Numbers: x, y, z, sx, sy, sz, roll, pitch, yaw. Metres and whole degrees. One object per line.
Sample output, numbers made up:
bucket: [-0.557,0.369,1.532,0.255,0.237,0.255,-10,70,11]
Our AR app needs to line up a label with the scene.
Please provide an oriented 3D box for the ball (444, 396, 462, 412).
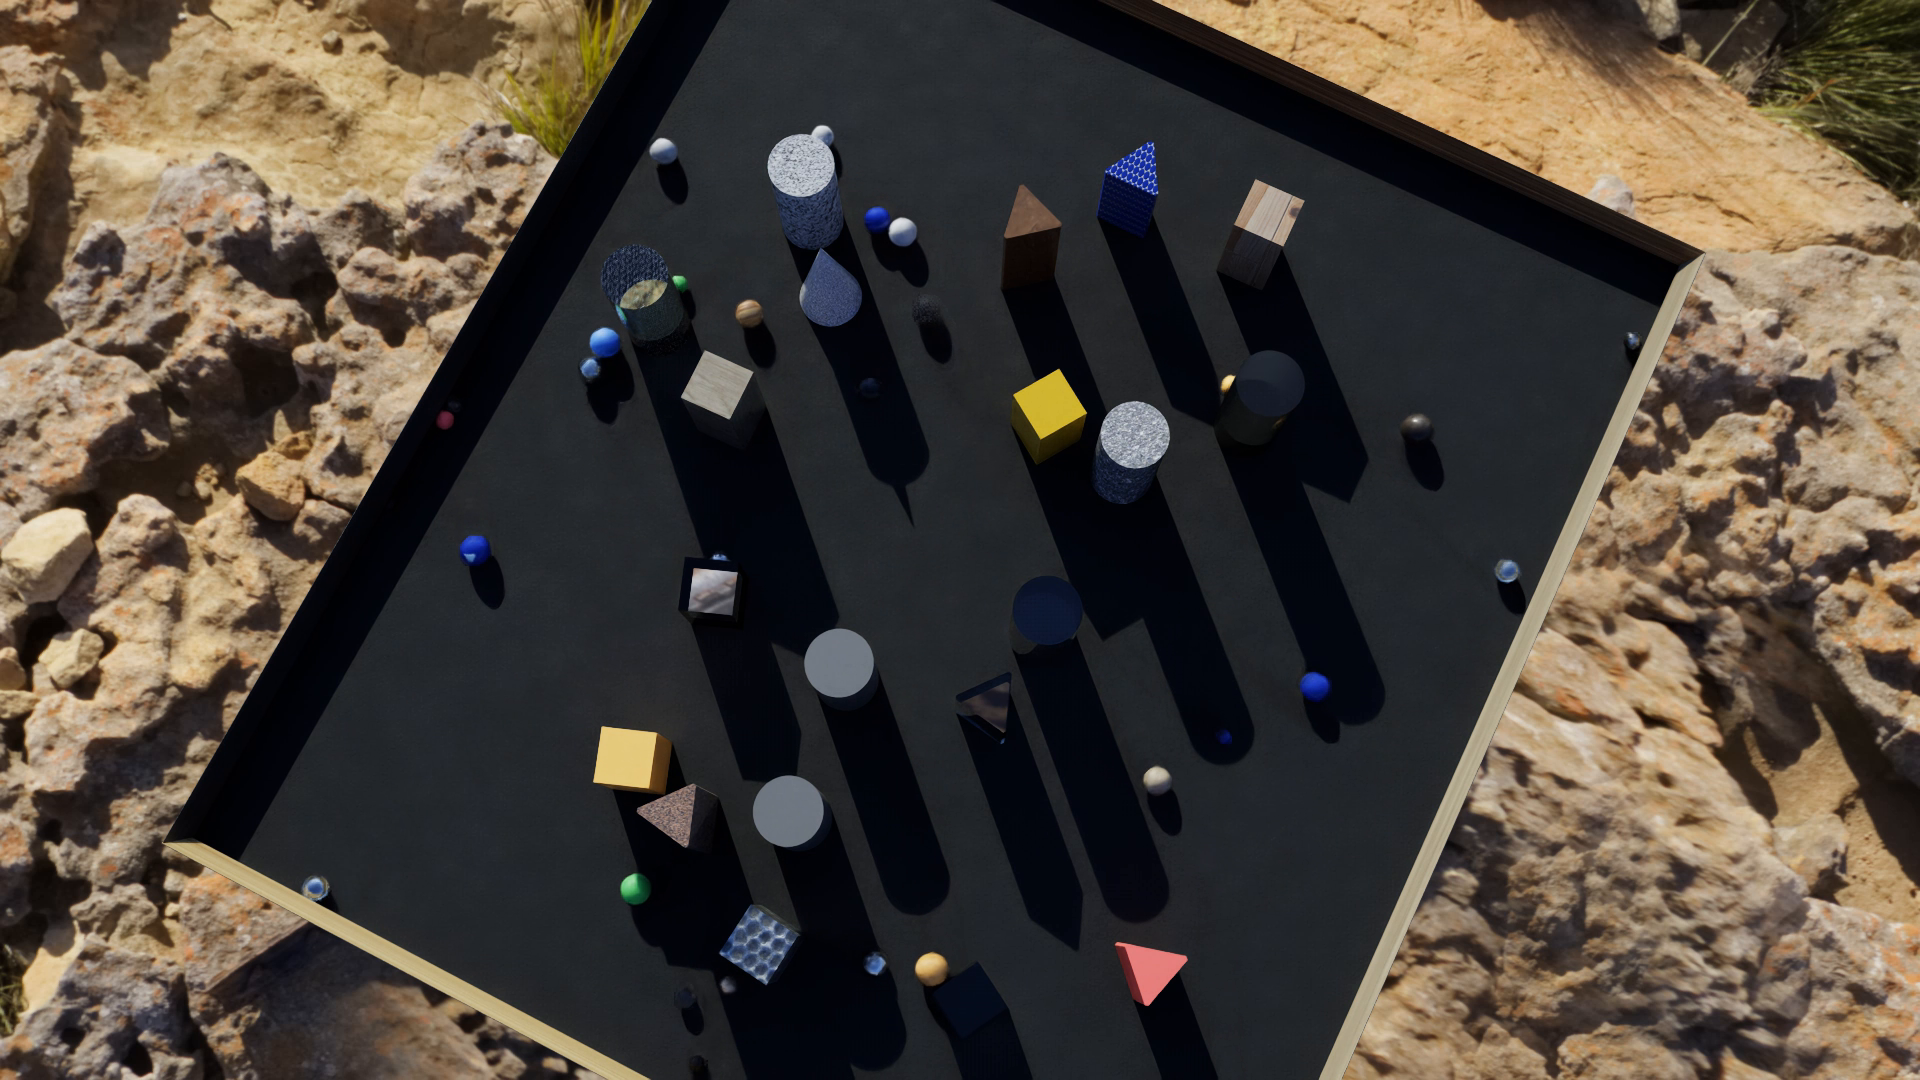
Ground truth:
ball: [-1.570,-0.421,5.677,0.053,0.053,0.053,0,78,0]

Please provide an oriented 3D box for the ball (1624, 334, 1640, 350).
ball: [2.097,-0.620,5.720,0.049,0.049,0.049,0,78,0]

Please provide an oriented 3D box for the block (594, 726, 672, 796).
block: [-0.948,0.645,5.334,0.158,0.291,0.158,6,78,1]

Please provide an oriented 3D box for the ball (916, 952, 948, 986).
ball: [-0.081,1.244,5.310,0.096,0.096,0.096,0,78,0]

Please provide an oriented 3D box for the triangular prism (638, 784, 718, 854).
triangular prism: [-0.765,0.772,5.213,0.171,0.477,0.148,35,80,7]

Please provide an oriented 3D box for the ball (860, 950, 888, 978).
ball: [-0.250,1.230,5.322,0.078,0.078,0.078,0,78,0]

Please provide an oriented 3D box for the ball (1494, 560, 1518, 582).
ball: [1.658,0.094,5.560,0.072,0.072,0.072,0,78,0]

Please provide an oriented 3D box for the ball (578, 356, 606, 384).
ball: [-1.140,-0.525,5.682,0.085,0.085,0.085,0,78,0]

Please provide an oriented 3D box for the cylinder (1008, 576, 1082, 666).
cylinder: [0.246,0.240,5.346,0.197,0.432,0.197,0,78,0]

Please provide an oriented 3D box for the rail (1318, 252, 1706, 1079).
rail: [1.466,0.724,5.400,0.045,0.128,3.684,26,80,5]

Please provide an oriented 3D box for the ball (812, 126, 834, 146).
ball: [-0.438,-1.286,5.847,0.070,0.070,0.070,0,78,0]

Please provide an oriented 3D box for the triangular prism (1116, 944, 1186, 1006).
triangular prism: [0.511,1.196,5.194,0.148,0.342,0.171,41,81,8]

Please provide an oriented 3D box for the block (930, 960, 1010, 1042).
block: [0.028,1.304,5.196,0.158,0.296,0.158,-33,80,-6]

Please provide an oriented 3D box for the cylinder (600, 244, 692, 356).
cylinder: [-0.943,-0.716,5.532,0.197,0.456,0.197,0,78,0]

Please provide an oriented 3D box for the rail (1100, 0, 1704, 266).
rail: [0.813,-1.586,5.878,3.325,0.128,0.045,26,80,5]

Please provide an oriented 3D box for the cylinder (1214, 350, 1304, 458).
cylinder: [0.886,-0.399,5.459,0.197,0.470,0.197,0,78,0]

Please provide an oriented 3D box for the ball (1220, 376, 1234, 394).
ball: [0.841,-0.479,5.683,0.063,0.063,0.063,0,78,0]

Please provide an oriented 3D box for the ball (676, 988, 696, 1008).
ball: [-0.797,1.328,5.313,0.057,0.057,0.057,0,78,0]

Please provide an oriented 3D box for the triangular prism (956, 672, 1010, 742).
triangular prism: [0.100,0.468,5.344,0.171,0.344,0.148,35,80,7]

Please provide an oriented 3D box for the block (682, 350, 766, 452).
block: [-0.706,-0.413,5.511,0.158,0.375,0.158,24,79,5]

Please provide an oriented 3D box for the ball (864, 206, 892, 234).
ball: [-0.259,-1.009,5.782,0.085,0.085,0.085,0,78,0]

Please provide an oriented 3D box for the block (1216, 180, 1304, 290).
block: [0.915,-0.928,5.609,0.158,0.390,0.158,25,79,5]

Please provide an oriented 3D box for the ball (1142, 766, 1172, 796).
ball: [0.584,0.713,5.425,0.086,0.086,0.086,0,78,0]

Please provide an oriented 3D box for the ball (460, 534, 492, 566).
ball: [-1.471,0.031,5.563,0.093,0.093,0.093,0,78,0]

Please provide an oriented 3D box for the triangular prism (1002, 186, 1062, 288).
triangular prism: [0.197,-0.926,5.579,0.171,0.448,0.148,-13,79,-3]

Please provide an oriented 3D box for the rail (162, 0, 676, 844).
rail: [-1.466,-0.711,5.697,0.045,0.128,3.684,26,80,5]

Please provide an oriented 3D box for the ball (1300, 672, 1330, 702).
ball: [1.061,0.439,5.480,0.089,0.089,0.089,0,78,0]

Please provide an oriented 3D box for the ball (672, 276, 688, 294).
ball: [-0.884,-0.802,5.753,0.058,0.058,0.058,0,78,0]

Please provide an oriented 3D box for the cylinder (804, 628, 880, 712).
cylinder: [-0.343,0.383,5.363,0.197,0.342,0.197,0,78,0]

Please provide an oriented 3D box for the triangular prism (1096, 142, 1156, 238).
triangular prism: [0.544,-1.095,5.662,0.171,0.356,0.148,26,80,5]

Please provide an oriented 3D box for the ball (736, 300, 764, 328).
ball: [-0.656,-0.704,5.718,0.088,0.088,0.088,0,78,0]

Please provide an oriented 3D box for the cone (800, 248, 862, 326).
cone: [-0.407,-0.811,5.565,0.197,0.430,0.197,0,78,0]

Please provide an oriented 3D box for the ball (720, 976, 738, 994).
ball: [-0.672,1.292,5.323,0.052,0.052,0.052,0,78,0]

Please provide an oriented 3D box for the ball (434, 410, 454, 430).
ball: [-1.594,-0.371,5.663,0.060,0.060,0.060,0,78,0]

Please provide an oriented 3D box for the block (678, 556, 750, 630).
block: [-0.730,0.160,5.447,0.158,0.267,0.158,6,78,1]

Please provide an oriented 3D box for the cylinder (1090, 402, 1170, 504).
cylinder: [0.498,-0.253,5.437,0.197,0.454,0.197,0,78,0]

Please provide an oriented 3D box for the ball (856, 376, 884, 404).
ball: [-0.278,-0.466,5.668,0.089,0.089,0.089,0,78,0]

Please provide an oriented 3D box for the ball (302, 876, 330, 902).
ball: [-1.887,1.019,5.368,0.074,0.074,0.074,0,78,0]

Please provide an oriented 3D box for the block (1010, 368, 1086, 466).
block: [0.264,-0.368,5.534,0.158,0.312,0.158,-30,80,-6]

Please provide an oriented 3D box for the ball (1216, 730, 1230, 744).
ball: [0.787,0.587,5.473,0.043,0.043,0.043,0,78,0]

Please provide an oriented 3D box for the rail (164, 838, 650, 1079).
rail: [-0.813,1.599,5.219,3.325,0.128,0.045,26,80,5]

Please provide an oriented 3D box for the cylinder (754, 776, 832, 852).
cylinder: [-0.478,0.790,5.271,0.197,0.356,0.197,0,78,0]

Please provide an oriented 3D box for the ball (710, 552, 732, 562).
ball: [-0.729,0.070,5.568,0.067,0.067,0.067,0,78,0]

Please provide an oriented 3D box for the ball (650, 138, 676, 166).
ball: [-0.944,-1.234,5.829,0.085,0.085,0.085,0,78,0]

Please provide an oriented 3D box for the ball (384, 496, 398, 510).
ball: [-1.744,-0.115,5.619,0.041,0.041,0.041,0,78,0]

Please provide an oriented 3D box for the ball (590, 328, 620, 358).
ball: [-1.102,-0.611,5.695,0.094,0.094,0.094,0,78,0]

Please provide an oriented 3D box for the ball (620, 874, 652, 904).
ball: [-0.946,1.021,5.359,0.090,0.090,0.090,0,78,0]

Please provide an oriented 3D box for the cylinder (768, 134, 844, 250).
cylinder: [-0.468,-1.060,5.613,0.197,0.437,0.197,0,78,0]

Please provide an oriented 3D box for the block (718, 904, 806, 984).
block: [-0.558,1.151,5.220,0.158,0.311,0.158,32,80,6]

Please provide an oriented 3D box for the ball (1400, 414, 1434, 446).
ball: [1.405,-0.339,5.636,0.099,0.099,0.099,0,78,0]

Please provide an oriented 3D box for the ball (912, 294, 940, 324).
ball: [-0.104,-0.721,5.721,0.088,0.088,0.088,0,78,0]

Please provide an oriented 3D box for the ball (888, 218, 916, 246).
ball: [-0.181,-0.969,5.771,0.090,0.090,0.090,0,78,0]

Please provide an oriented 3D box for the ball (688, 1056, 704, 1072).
ball: [-0.759,1.509,5.281,0.046,0.046,0.046,0,78,0]
